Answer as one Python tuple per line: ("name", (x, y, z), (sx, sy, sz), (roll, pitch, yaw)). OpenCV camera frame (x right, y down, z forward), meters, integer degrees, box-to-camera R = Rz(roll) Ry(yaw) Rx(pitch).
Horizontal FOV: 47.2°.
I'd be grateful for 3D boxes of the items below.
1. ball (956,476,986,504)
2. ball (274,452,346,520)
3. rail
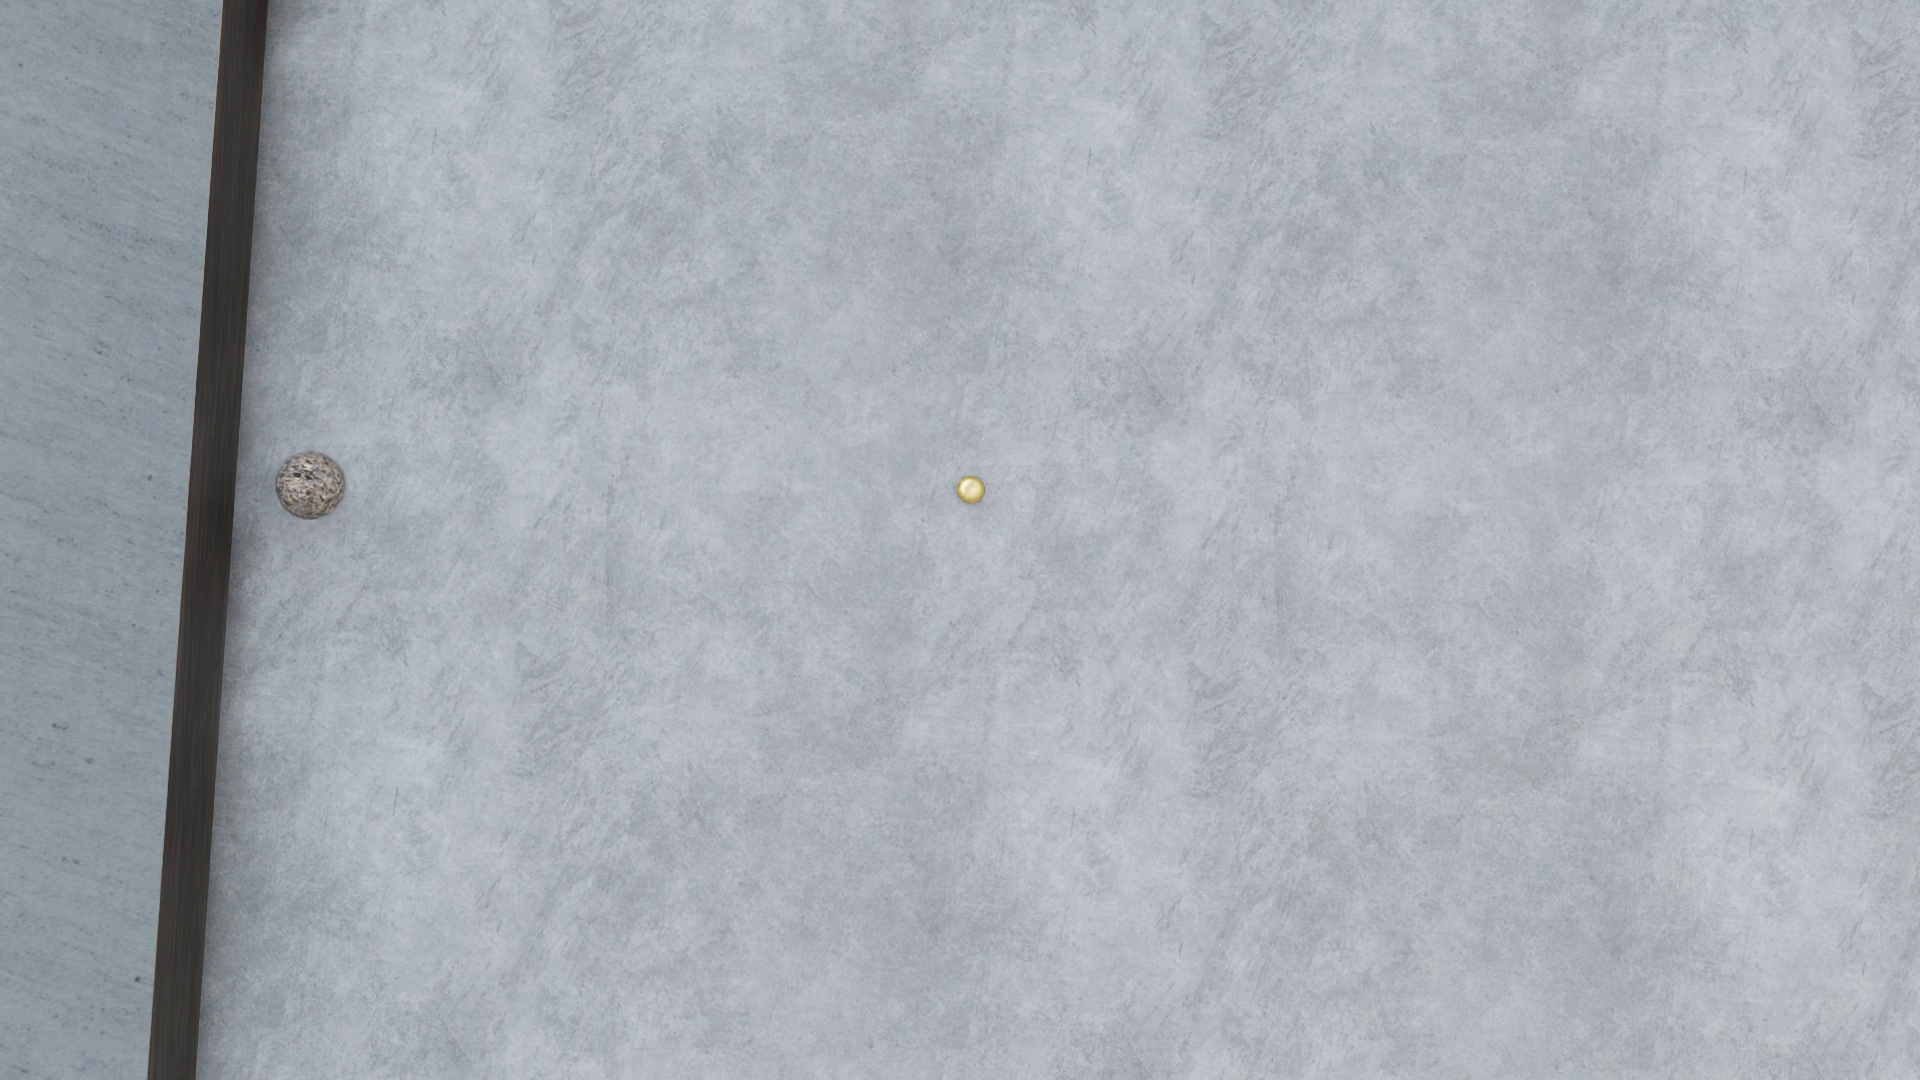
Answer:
("ball", (0.017, -0.075, 3.276), (0.042, 0.042, 0.042), (0, 84, 0))
("ball", (-0.960, -0.080, 3.248), (0.100, 0.100, 0.100), (0, 84, 0))
("rail", (-1.090, -0.036, 3.227), (0.045, 0.129, 2.544), (2, 84, 0))
